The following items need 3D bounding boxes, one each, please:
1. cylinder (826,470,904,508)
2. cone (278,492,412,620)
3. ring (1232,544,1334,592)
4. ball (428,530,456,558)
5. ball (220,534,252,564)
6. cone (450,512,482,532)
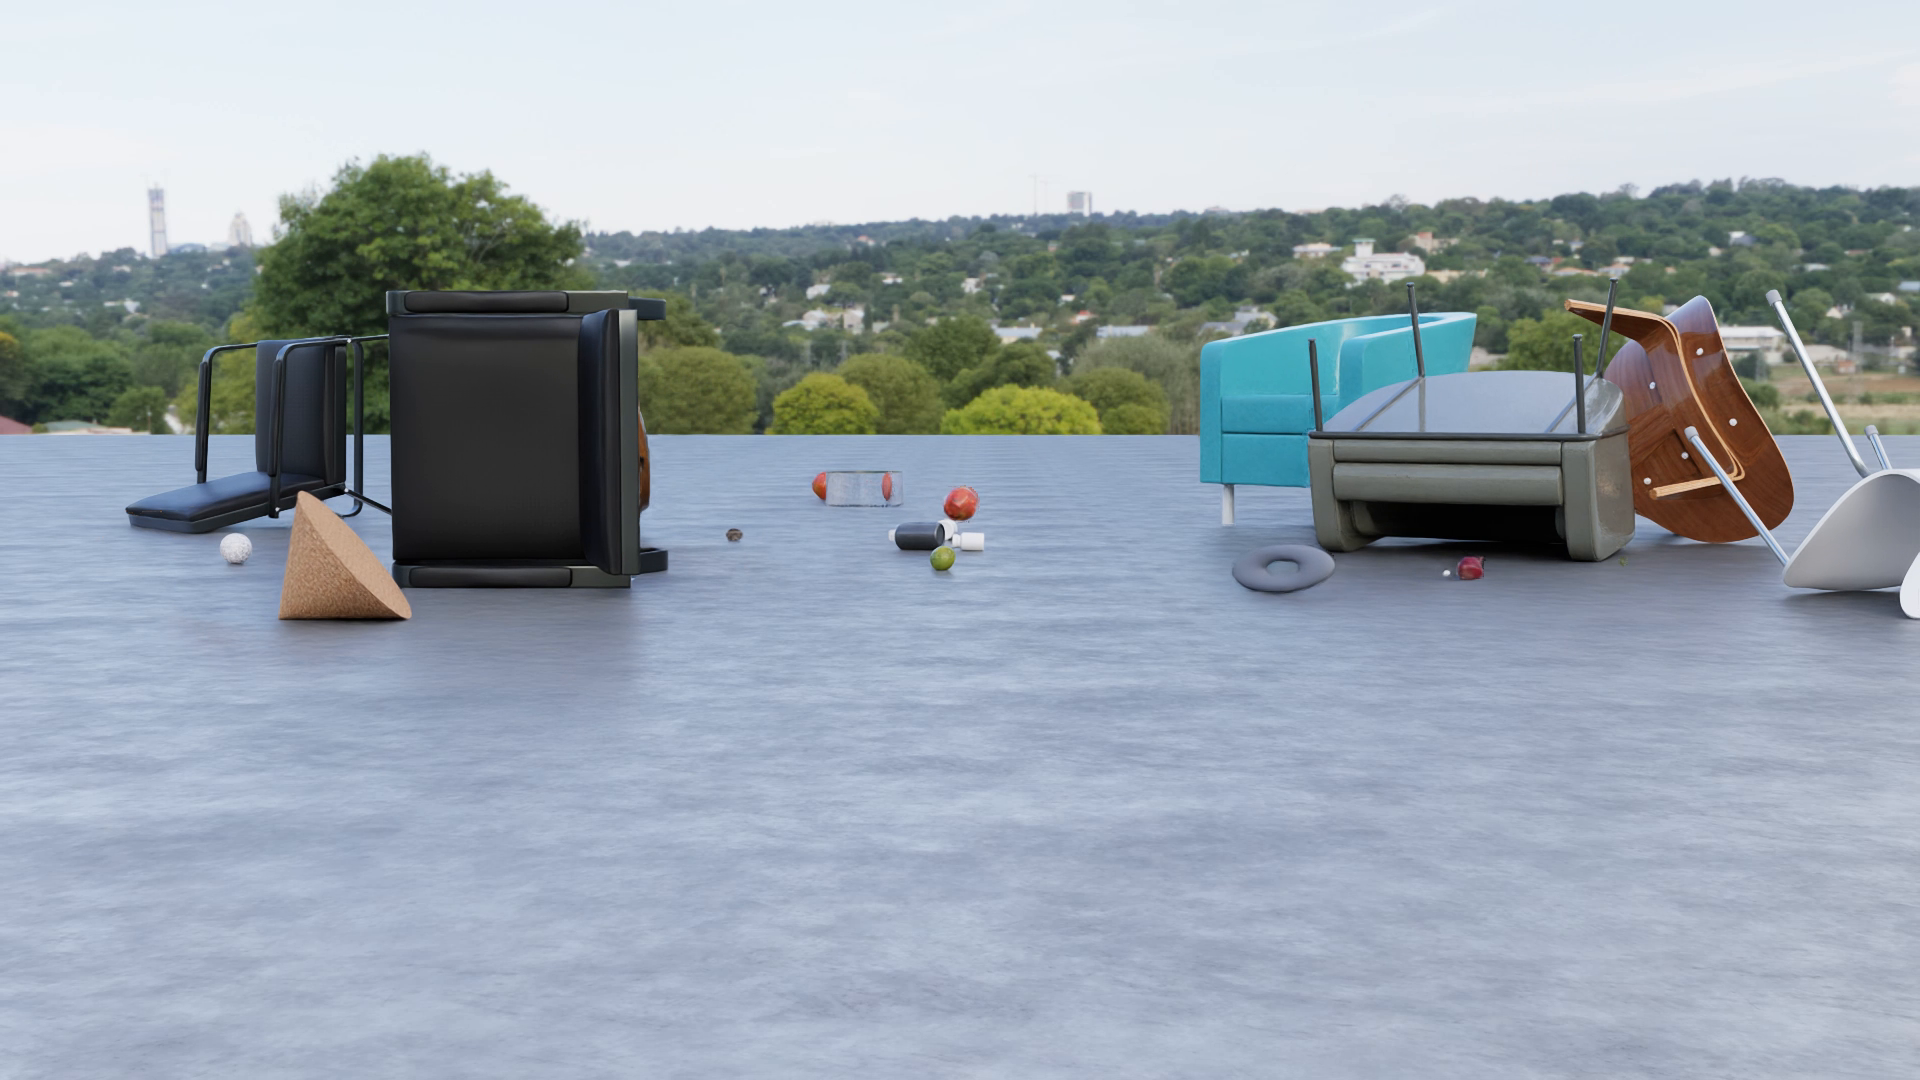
[{"bbox_3d":[-0.368,-0.198,8.487,0.300,0.129,0.295,-3,5,-38],"label":"cylinder"},{"bbox_3d":[-1.255,0.092,4.290,0.196,0.325,0.308,-40,-11,-2],"label":"cone"},{"bbox_3d":[0.711,0.063,4.853,0.264,0.108,0.039,-6,-3,41],"label":"ring"},{"bbox_3d":[-1.375,0.011,5.839,0.075,0.075,0.075,0,4,0],"label":"ball"},{"bbox_3d":[-1.859,0.022,5.645,0.080,0.080,0.080,0,4,0],"label":"ball"},{"bbox_3d":[-1.546,-0.042,6.934,0.122,0.077,0.047,4,-34,24],"label":"cone"}]
